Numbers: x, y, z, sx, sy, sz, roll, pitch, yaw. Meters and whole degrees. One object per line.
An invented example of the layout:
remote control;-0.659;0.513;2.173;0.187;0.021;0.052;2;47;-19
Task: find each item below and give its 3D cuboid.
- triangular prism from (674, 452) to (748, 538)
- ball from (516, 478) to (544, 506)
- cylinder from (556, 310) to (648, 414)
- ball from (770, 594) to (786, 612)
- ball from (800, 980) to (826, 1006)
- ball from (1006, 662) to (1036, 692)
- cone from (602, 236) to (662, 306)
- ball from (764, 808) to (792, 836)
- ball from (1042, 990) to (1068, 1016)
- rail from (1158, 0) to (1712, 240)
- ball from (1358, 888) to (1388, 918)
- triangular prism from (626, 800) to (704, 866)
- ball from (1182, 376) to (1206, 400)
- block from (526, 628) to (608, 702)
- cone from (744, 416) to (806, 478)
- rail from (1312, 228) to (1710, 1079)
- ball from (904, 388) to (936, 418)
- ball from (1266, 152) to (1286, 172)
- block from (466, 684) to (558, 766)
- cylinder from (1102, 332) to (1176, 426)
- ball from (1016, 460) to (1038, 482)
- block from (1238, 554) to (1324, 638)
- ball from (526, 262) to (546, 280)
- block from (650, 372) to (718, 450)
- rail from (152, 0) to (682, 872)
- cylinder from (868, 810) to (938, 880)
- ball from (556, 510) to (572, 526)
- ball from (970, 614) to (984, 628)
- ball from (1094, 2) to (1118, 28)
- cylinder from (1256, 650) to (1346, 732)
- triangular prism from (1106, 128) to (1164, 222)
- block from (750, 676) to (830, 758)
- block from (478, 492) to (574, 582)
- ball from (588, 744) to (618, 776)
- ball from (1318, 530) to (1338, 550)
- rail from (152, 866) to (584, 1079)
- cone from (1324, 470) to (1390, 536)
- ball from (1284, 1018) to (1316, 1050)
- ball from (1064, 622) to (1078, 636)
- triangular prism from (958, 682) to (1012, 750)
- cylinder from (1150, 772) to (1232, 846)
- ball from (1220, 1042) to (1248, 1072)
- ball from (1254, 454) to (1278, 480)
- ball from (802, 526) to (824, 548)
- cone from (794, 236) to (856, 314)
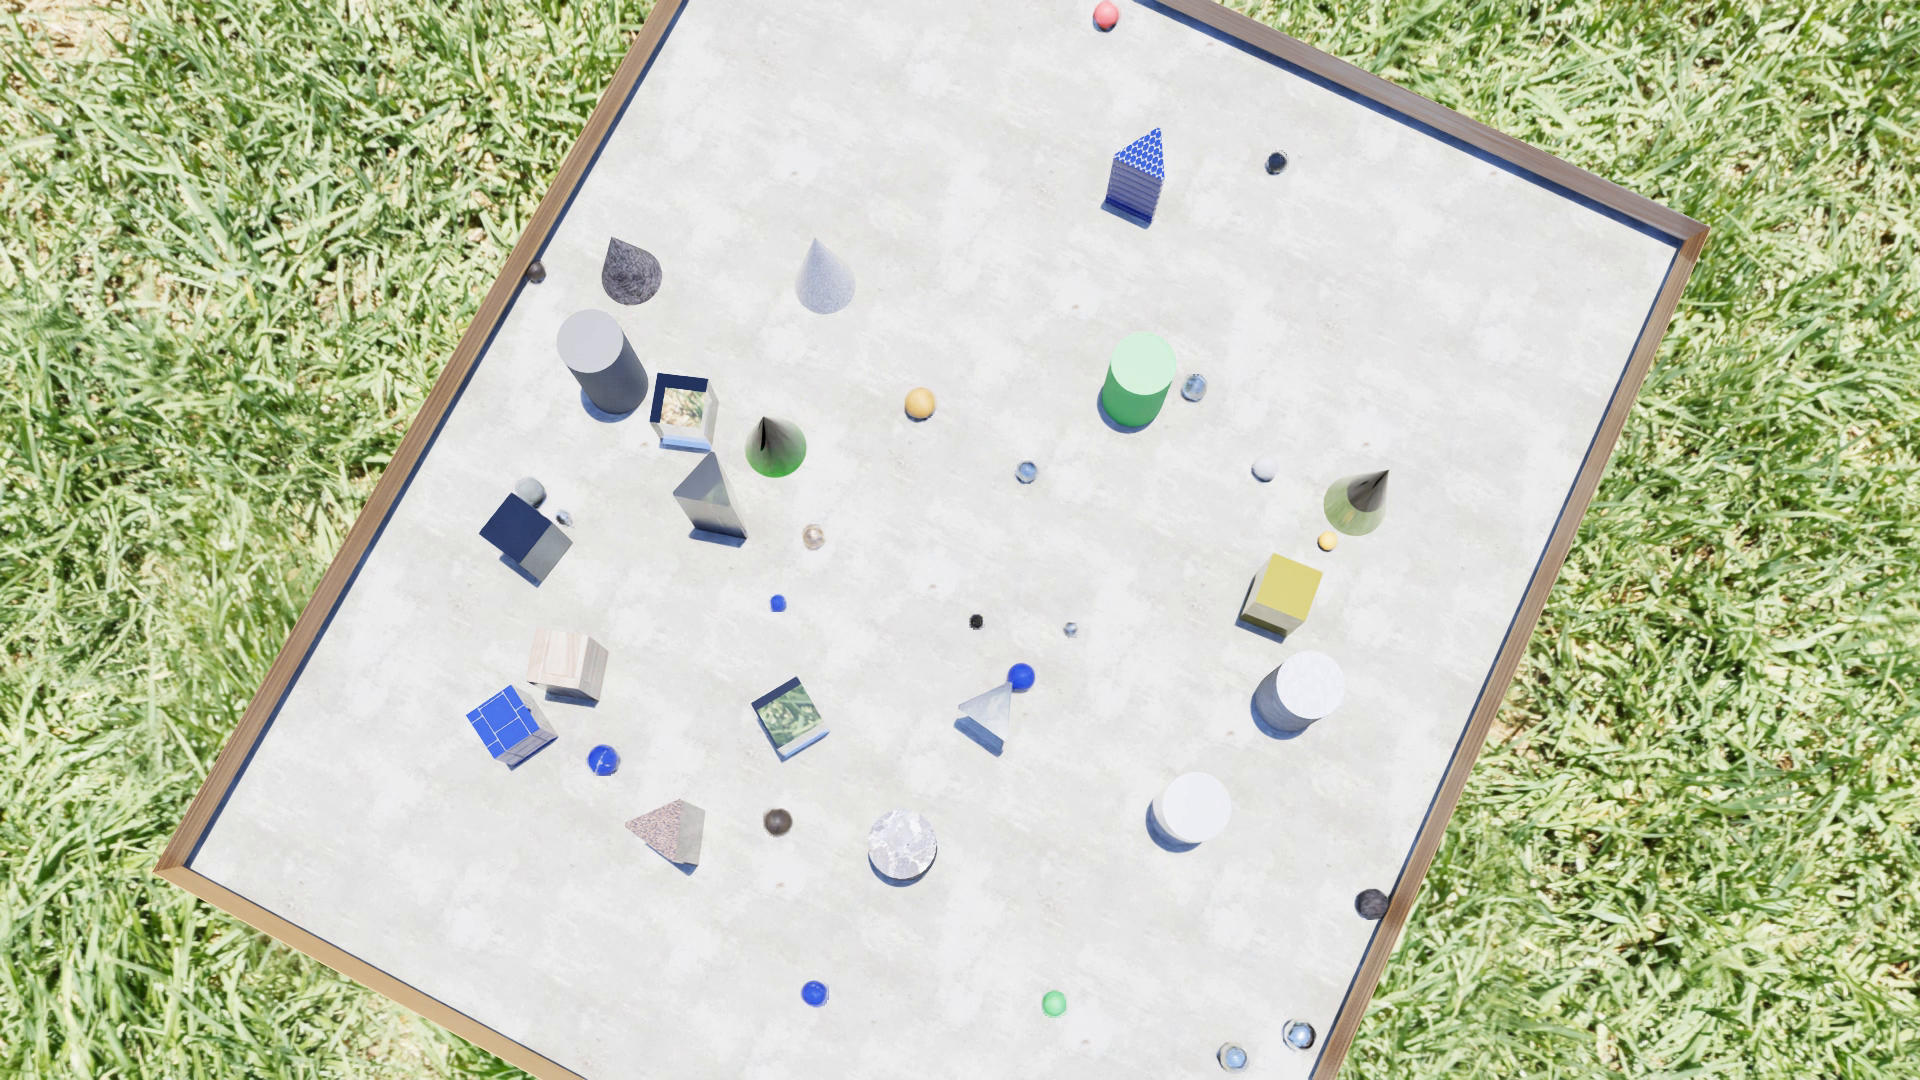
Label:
triangular prism;-0.717;-0.137;5.413;0.167;0.455;0.144;11;79;2
ball;-1.313;-0.145;5.603;0.086;0.086;0.086;0;78;0
cylinder;-1.067;-0.529;5.499;0.193;0.444;0.193;0;78;0
ball;-0.552;0.190;5.551;0.051;0.051;0.051;0;78;0
ball;-0.423;1.312;5.306;0.076;0.076;0.076;0;78;0
ball;0.183;0.410;5.488;0.086;0.086;0.086;0;78;0
cone;-1.037;-0.868;5.617;0.193;0.350;0.193;0;78;0
ball;-0.536;0.830;5.402;0.083;0.083;0.083;0;78;0
ball;0.274;1.341;5.302;0.072;0.072;0.072;0;78;0
rail;0.851;-1.660;5.895;3.294;0.125;0.045;26;80;5
ball;1.207;1.061;5.351;0.089;0.089;0.089;0;78;0
triangular prism;-0.802;0.811;5.211;0.167;0.466;0.144;35;80;7
ball;0.727;-0.472;5.676;0.074;0.074;0.074;0;78;0
block;-1.150;0.369;5.382;0.154;0.310;0.154;8;78;2
cone;-0.571;-0.323;5.497;0.193;0.366;0.193;0;78;0
rail;1.452;0.717;5.403;0.045;0.125;3.853;26;80;5
ball;-0.124;-0.423;5.655;0.096;0.096;0.096;0;78;0
ball;1.007;-1.202;5.834;0.062;0.062;0.062;0;78;0
block;-1.310;0.546;5.373;0.154;0.255;0.154;-35;80;-7
cylinder;0.538;-0.481;5.535;0.193;0.355;0.193;0;78;0
ball;0.206;-0.213;5.626;0.067;0.067;0.067;0;78;0
block;0.946;0.167;5.421;0.154;0.315;0.154;22;79;4
ball;-1.335;-0.845;5.761;0.059;0.059;0.059;0;78;0
block;-0.836;-0.390;5.569;0.154;0.251;0.154;7;78;1
rail;-1.452;-0.704;5.697;0.045;0.125;3.853;26;80;5
cylinder;-0.163;0.881;5.281;0.193;0.301;0.193;0;78;0
ball;-1.210;-0.068;5.606;0.048;0.048;0.048;0;78;0
ball;0.051;0.246;5.544;0.042;0.042;0.042;0;78;0
ball;0.472;-1.699;5.926;0.082;0.082;0.082;0;78;0
cylinder;0.985;0.444;5.332;0.193;0.377;0.193;0;78;0
triangular prism;0.568;-1.143;5.676;0.167;0.348;0.144;26;80;5
block;-0.494;0.521;5.371;0.154;0.271;0.154;-30;80;-6
block;-1.292;-0.005;5.467;0.154;0.295;0.154;35;81;7
ball;-1.060;0.652;5.435;0.091;0.091;0.091;0;78;0
ball;1.124;0.002;5.586;0.059;0.059;0.059;0;78;0
rail;-0.851;1.673;5.205;3.294;0.125;0.045;26;80;5
cone;1.214;-0.153;5.411;0.193;0.465;0.193;0;78;0
ball;0.979;1.423;5.275;0.092;0.092;0.092;0;78;0
ball;0.336;0.268;5.539;0.043;0.043;0.043;0;78;0
triangular prism;0.104;0.494;5.353;0.167;0.317;0.144;35;80;7
cylinder;0.662;0.778;5.284;0.193;0.335;0.193;0;78;0
ball;0.788;1.486;5.267;0.083;0.083;0.083;0;78;0
ball;0.939;-0.223;5.624;0.076;0.076;0.076;0;78;0
ball;-0.446;-0.008;5.585;0.066;0.066;0.066;0;78;0
cone;-0.426;-0.846;5.577;0.193;0.420;0.193;0;78;0
